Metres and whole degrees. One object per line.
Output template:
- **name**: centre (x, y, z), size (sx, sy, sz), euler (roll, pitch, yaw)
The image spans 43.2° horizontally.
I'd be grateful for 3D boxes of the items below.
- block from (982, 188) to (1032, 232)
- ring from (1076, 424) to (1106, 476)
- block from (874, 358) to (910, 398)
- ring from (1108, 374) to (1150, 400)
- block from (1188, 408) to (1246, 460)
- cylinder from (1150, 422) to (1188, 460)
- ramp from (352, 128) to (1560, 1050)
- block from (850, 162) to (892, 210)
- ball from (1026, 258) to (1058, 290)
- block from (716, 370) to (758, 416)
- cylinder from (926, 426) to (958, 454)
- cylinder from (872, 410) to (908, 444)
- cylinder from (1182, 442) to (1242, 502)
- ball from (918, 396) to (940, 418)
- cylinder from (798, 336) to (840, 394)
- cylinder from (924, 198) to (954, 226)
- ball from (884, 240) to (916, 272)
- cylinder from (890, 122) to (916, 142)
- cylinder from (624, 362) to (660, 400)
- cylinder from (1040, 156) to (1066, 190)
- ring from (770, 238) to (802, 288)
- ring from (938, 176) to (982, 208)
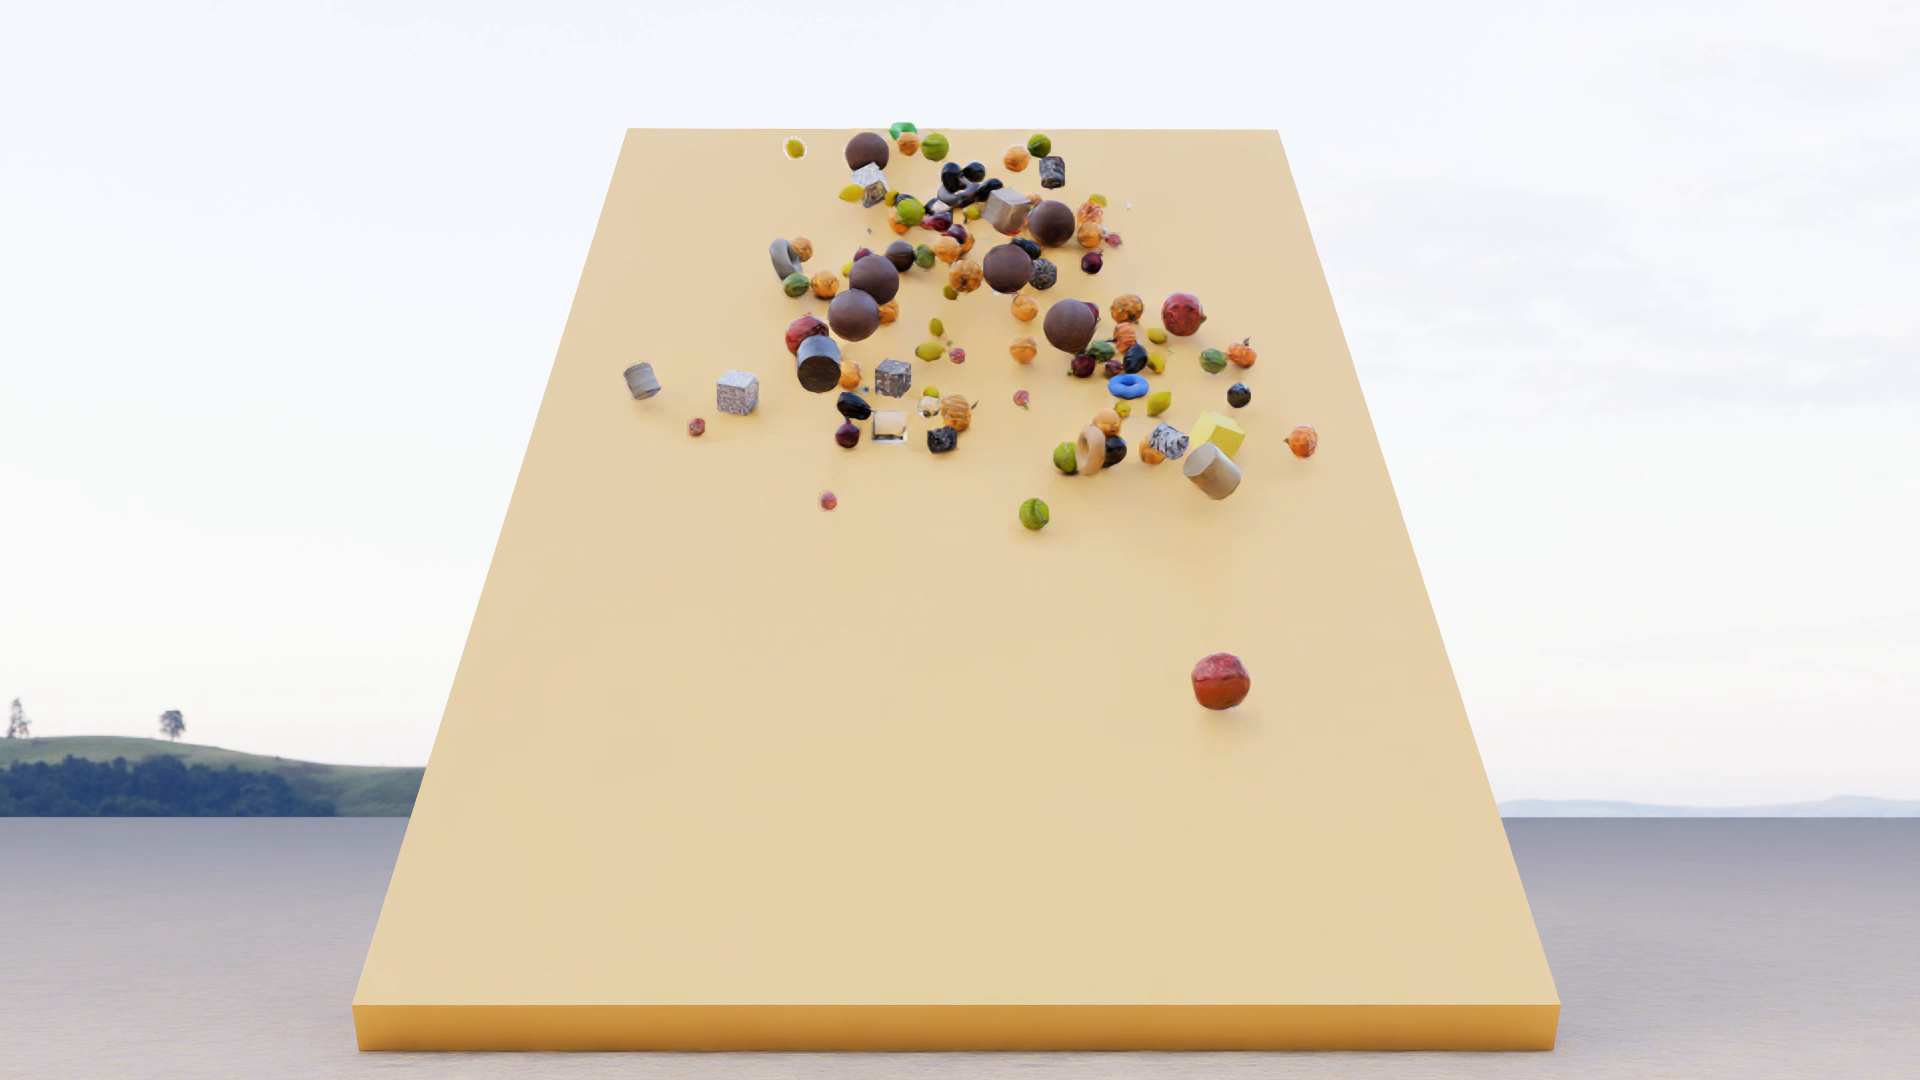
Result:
- **block**: centre (0.120, -0.852, 6.254), size (0.079, 0.079, 0.079), euler (-19, 49, -44)
- **ring**: centre (0.294, -0.201, 5.453), size (0.039, 0.117, 0.117), euler (2, -7, -19)
- **block**: centre (-0.165, -0.394, 5.913), size (0.065, 0.065, 0.065), euler (13, 33, 21)
- **ring**: centre (0.412, -0.375, 5.916), size (0.102, 0.034, 0.102), euler (-1, 30, 1)
- **block**: centre (0.593, -0.238, 5.607), size (0.083, 0.083, 0.083), euler (18, 23, -26)
- **cylinder**: centre (0.463, -0.218, 5.367), size (0.062, 0.062, 0.062), euler (34, 14, 32)
- **ramp**: centre (-0.014, -0.205, 5.756), size (2.000, 0.100, 4.000), euler (0, 31, 0)
- **block**: centre (-0.253, -1.005, 6.874), size (0.080, 0.080, 0.080), euler (-25, -40, 9)
- **ball**: centre (0.217, -0.705, 6.424), size (0.084, 0.084, 0.084), euler (0, -6, 0)
- **block**: centre (-0.535, -0.355, 5.833), size (0.076, 0.076, 0.076), euler (11, 32, 17)
- **cylinder**: centre (-0.042, -0.235, 5.655), size (0.054, 0.054, 0.054), euler (-15, 0, -24)
- **cylinder**: centre (-0.164, -0.266, 5.685), size (0.076, 0.076, 0.076), euler (4, -6, 6)
- **cylinder**: centre (0.558, -0.150, 5.355), size (0.093, 0.093, 0.093), euler (41, -28, -29)
- **ball**: centre (-0.074, -0.317, 5.793), size (0.055, 0.055, 0.055), euler (0, -6, 0)
- **cylinder**: centre (-0.316, -0.395, 5.436), size (0.096, 0.096, 0.096), euler (0, 32, -4)
- **cylinder**: centre (-0.061, -0.920, 6.799), size (0.060, 0.060, 0.060), euler (37, 12, 27)
- **ball**: centre (-0.162, -0.763, 6.519), size (0.086, 0.086, 0.086), euler (0, -6, 0)
- **cylinder**: centre (-0.170, -1.224, 7.263), size (0.057, 0.057, 0.057), euler (5, 6, -40)
- **cylinder**: centre (-0.766, -0.381, 5.837), size (0.069, 0.069, 0.069), euler (-24, -9, -4)
- **cylinder**: centre (0.262, -1.042, 6.879), size (0.070, 0.070, 0.070), euler (-1, -17, 0)
- **ring**: centre (-0.458, -0.732, 6.404), size (0.047, 0.140, 0.140), euler (-20, -12, 14)
- **ring**: centre (-0.002, -0.994, 6.923), size (0.129, 0.129, 0.043), euler (-2, -47, 17)
